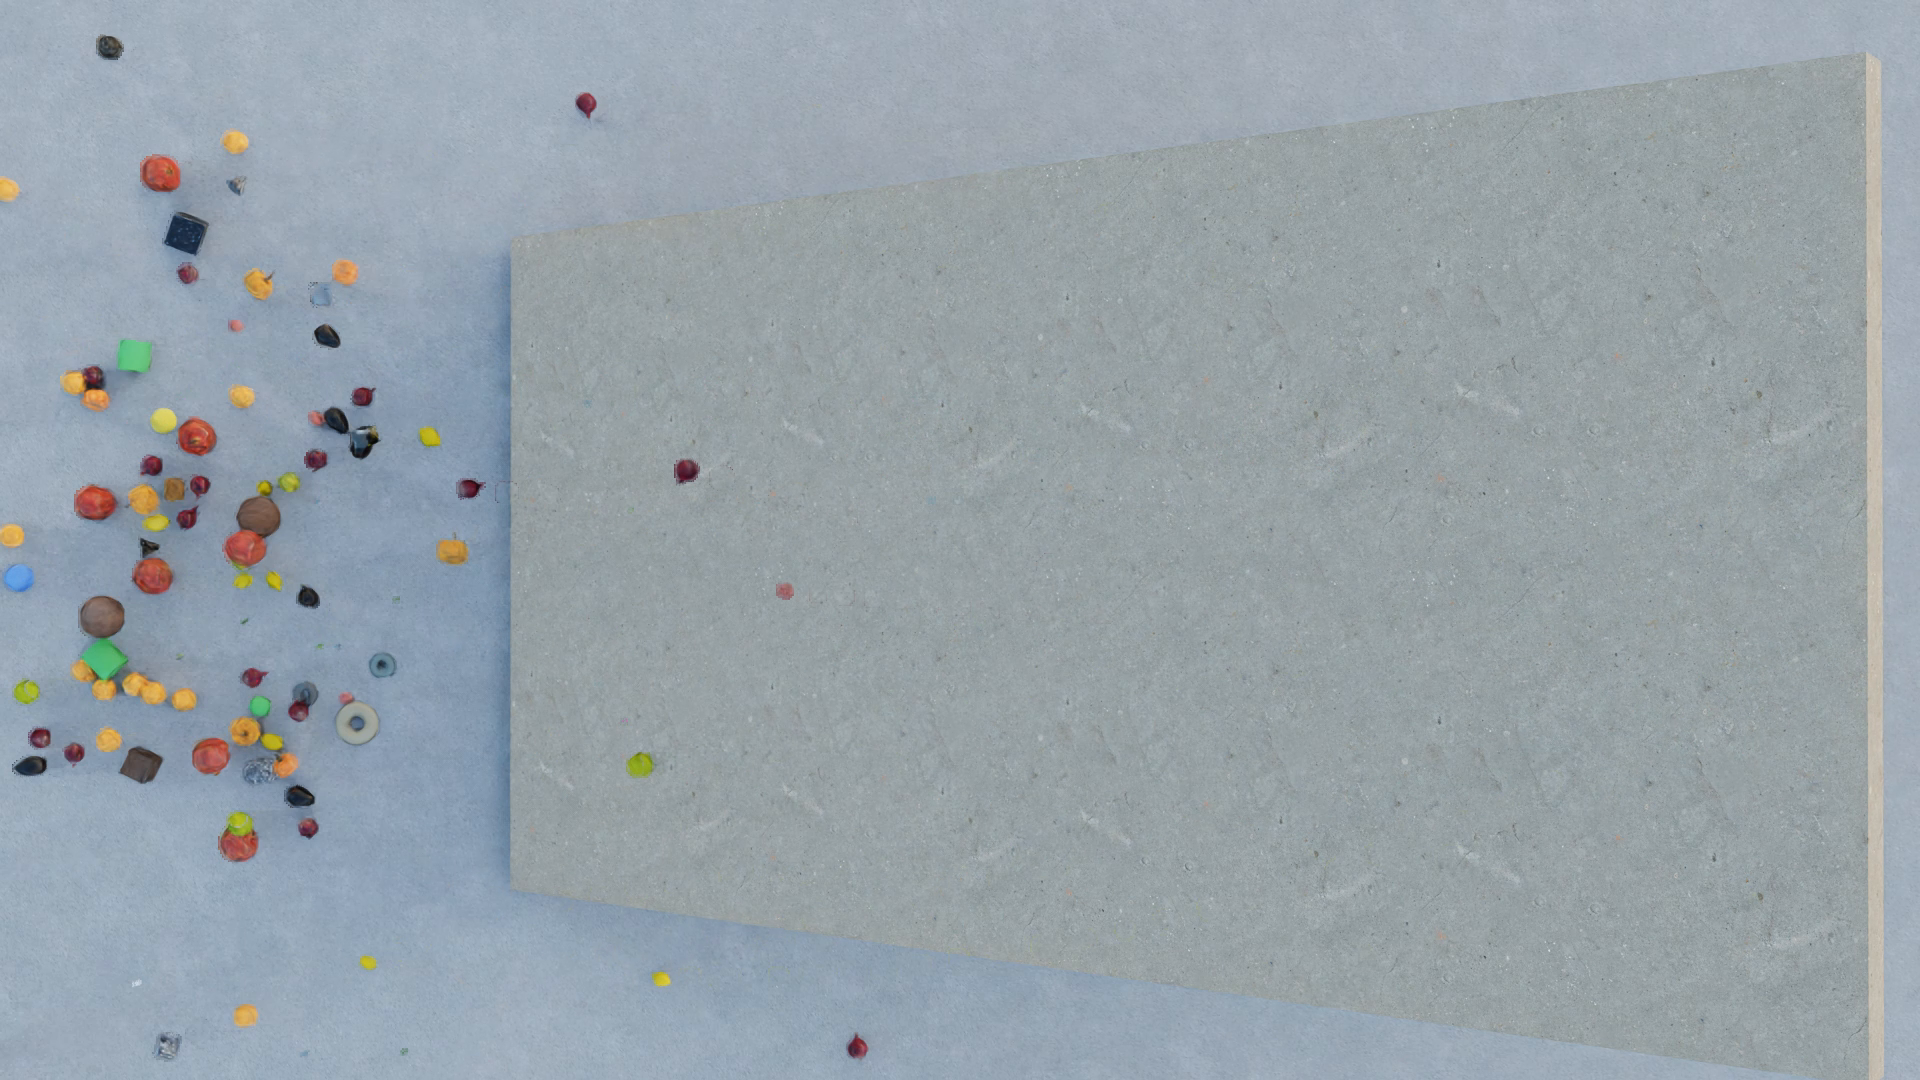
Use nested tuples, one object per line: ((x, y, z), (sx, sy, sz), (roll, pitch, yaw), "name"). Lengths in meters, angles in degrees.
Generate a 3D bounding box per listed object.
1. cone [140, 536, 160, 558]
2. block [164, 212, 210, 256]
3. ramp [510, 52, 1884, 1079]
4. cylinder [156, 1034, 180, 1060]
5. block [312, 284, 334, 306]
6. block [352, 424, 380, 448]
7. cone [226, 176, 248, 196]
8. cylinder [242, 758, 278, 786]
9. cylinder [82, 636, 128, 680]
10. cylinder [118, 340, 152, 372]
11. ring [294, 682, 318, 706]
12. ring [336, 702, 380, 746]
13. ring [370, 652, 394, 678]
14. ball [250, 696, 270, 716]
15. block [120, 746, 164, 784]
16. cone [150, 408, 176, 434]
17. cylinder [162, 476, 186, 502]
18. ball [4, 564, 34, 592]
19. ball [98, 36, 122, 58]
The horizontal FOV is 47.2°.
((-2.511, 0.013, 6.781), (0.060, 0.060, 0.060), (-32, 107, 0), "cone")
((-2.376, -0.944, 6.758), (0.096, 0.096, 0.096), (19, 101, -16), "block")
((0.220, 0.063, 5.536), (4.000, 0.100, 2.000), (0, 90, 38), "ramp")
((-2.437, 1.559, 6.765), (0.061, 0.061, 0.061), (6, 61, 0), "cylinder")
((-1.964, -0.757, 6.777), (0.061, 0.061, 0.061), (-6, 97, -13), "block")
((-1.818, -0.317, 6.722), (0.053, 0.053, 0.053), (-4, 109, 25), "block")
((-2.222, -1.106, 6.796), (0.059, 0.059, 0.059), (41, 65, 0), "cone")
((-2.153, 0.711, 6.766), (0.075, 0.075, 0.075), (-12, 90, 20), "cylinder")
((-2.626, 0.365, 6.753), (0.098, 0.098, 0.098), (-42, 94, 0), "cylinder")
((-2.544, -0.566, 6.777), (0.091, 0.091, 0.091), (6, 90, 0), "cylinder")
((-2.025, 0.476, 6.802), (0.078, 0.026, 0.078), (0, 94, 3), "ring")
((-1.863, 0.567, 6.793), (0.136, 0.045, 0.136), (0, 89, -1), "ring")
((-1.788, 0.387, 6.804), (0.079, 0.026, 0.079), (0, 91, 0), "ring")
((-2.159, 0.513, 6.784), (0.063, 0.063, 0.063), (0, 90, 0), "ball")
((-2.521, 0.694, 6.774), (0.081, 0.081, 0.081), (25, 90, 1), "block")
((-2.470, -0.371, 6.782), (0.080, 0.080, 0.080), (0, 90, 0), "cone")
((-2.423, -0.156, 6.780), (0.058, 0.058, 0.058), (-7, 117, 0), "cylinder")
((-2.897, 0.116, 6.776), (0.085, 0.085, 0.085), (0, 90, 0), "ball")
((-2.627, -1.523, 6.794), (0.070, 0.070, 0.070), (0, 90, 0), "ball")
